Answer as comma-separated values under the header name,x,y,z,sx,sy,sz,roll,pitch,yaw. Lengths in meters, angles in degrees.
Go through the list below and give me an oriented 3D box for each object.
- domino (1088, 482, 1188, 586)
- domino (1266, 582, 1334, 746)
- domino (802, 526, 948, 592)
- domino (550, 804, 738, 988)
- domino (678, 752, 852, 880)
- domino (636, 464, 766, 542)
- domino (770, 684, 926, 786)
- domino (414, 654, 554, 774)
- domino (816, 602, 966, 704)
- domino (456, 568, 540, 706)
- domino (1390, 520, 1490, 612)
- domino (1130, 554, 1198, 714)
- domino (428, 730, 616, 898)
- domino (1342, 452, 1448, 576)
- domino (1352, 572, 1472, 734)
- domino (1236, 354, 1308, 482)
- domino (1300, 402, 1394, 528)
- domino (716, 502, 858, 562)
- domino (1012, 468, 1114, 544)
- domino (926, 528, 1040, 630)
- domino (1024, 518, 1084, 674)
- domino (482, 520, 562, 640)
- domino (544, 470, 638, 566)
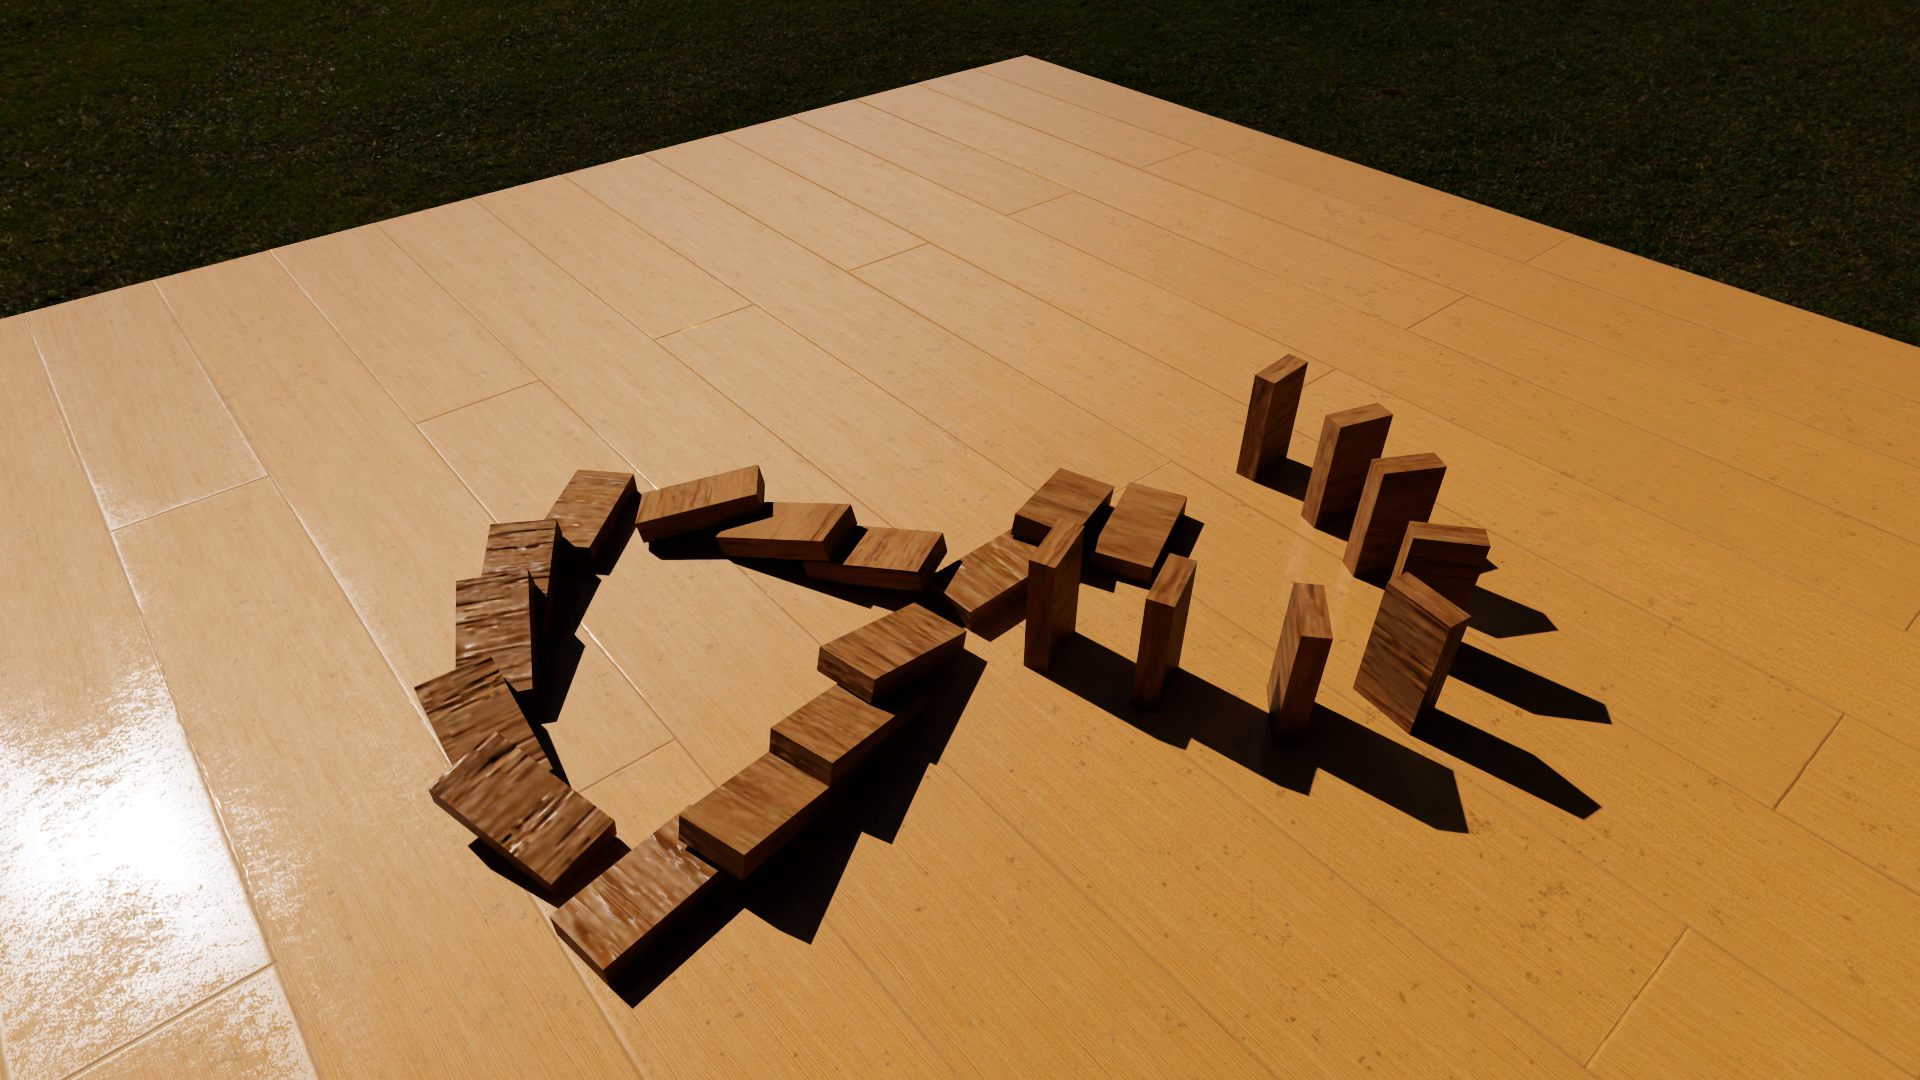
name,x,y,z,sx,sy,sz,roll,pitch,yaw
domino,0.073,-0.003,0.447,0.025,0.010,0.050,16,42,19
domino,0.111,0.041,0.361,0.010,0.050,0.025,5,40,6
domino,-0.033,0.006,0.428,0.050,0.009,0.025,5,38,24
domino,-0.089,0.102,0.319,0.025,0.010,0.050,28,47,30
domino,-0.059,0.080,0.336,0.025,0.009,0.050,22,30,25
domino,-0.106,-0.015,0.452,0.050,0.010,0.025,-14,33,0
domino,-0.036,0.060,0.361,0.025,0.009,0.050,23,31,26
domino,-0.154,0.063,0.357,0.025,0.010,0.050,-26,60,-28
domino,-0.023,0.039,0.385,0.025,0.009,0.050,26,30,30
domino,-0.164,0.035,0.389,0.025,0.010,0.050,-10,56,-10
domino,0.167,0.017,0.391,0.025,0.050,0.009,7,40,8
domino,0.069,0.032,0.372,0.010,0.050,0.025,17,42,20
domino,-0.132,0.082,0.333,0.050,0.010,0.025,31,51,14
domino,0.166,-0.009,0.423,0.025,0.050,0.009,-7,40,-8
domino,0.149,0.038,0.365,0.009,0.050,0.025,-21,44,-24
domino,0.135,-0.052,0.475,0.025,0.050,0.009,-31,49,-32
domino,0.157,-0.030,0.448,0.025,0.050,0.009,-14,41,-17
domino,-0.069,-0.004,0.439,0.050,0.010,0.025,2,37,26
domino,0.043,-0.012,0.450,0.025,0.010,0.050,21,33,17
domino,0.014,0.014,0.427,0.050,0.010,0.025,-30,48,-31
domino,0.033,0.020,0.387,0.010,0.050,0.025,18,43,21
domino,-0.167,0.015,0.417,0.025,0.010,0.050,-5,52,-6
domino,-0.155,-0.010,0.456,0.025,0.009,0.050,4,40,5
